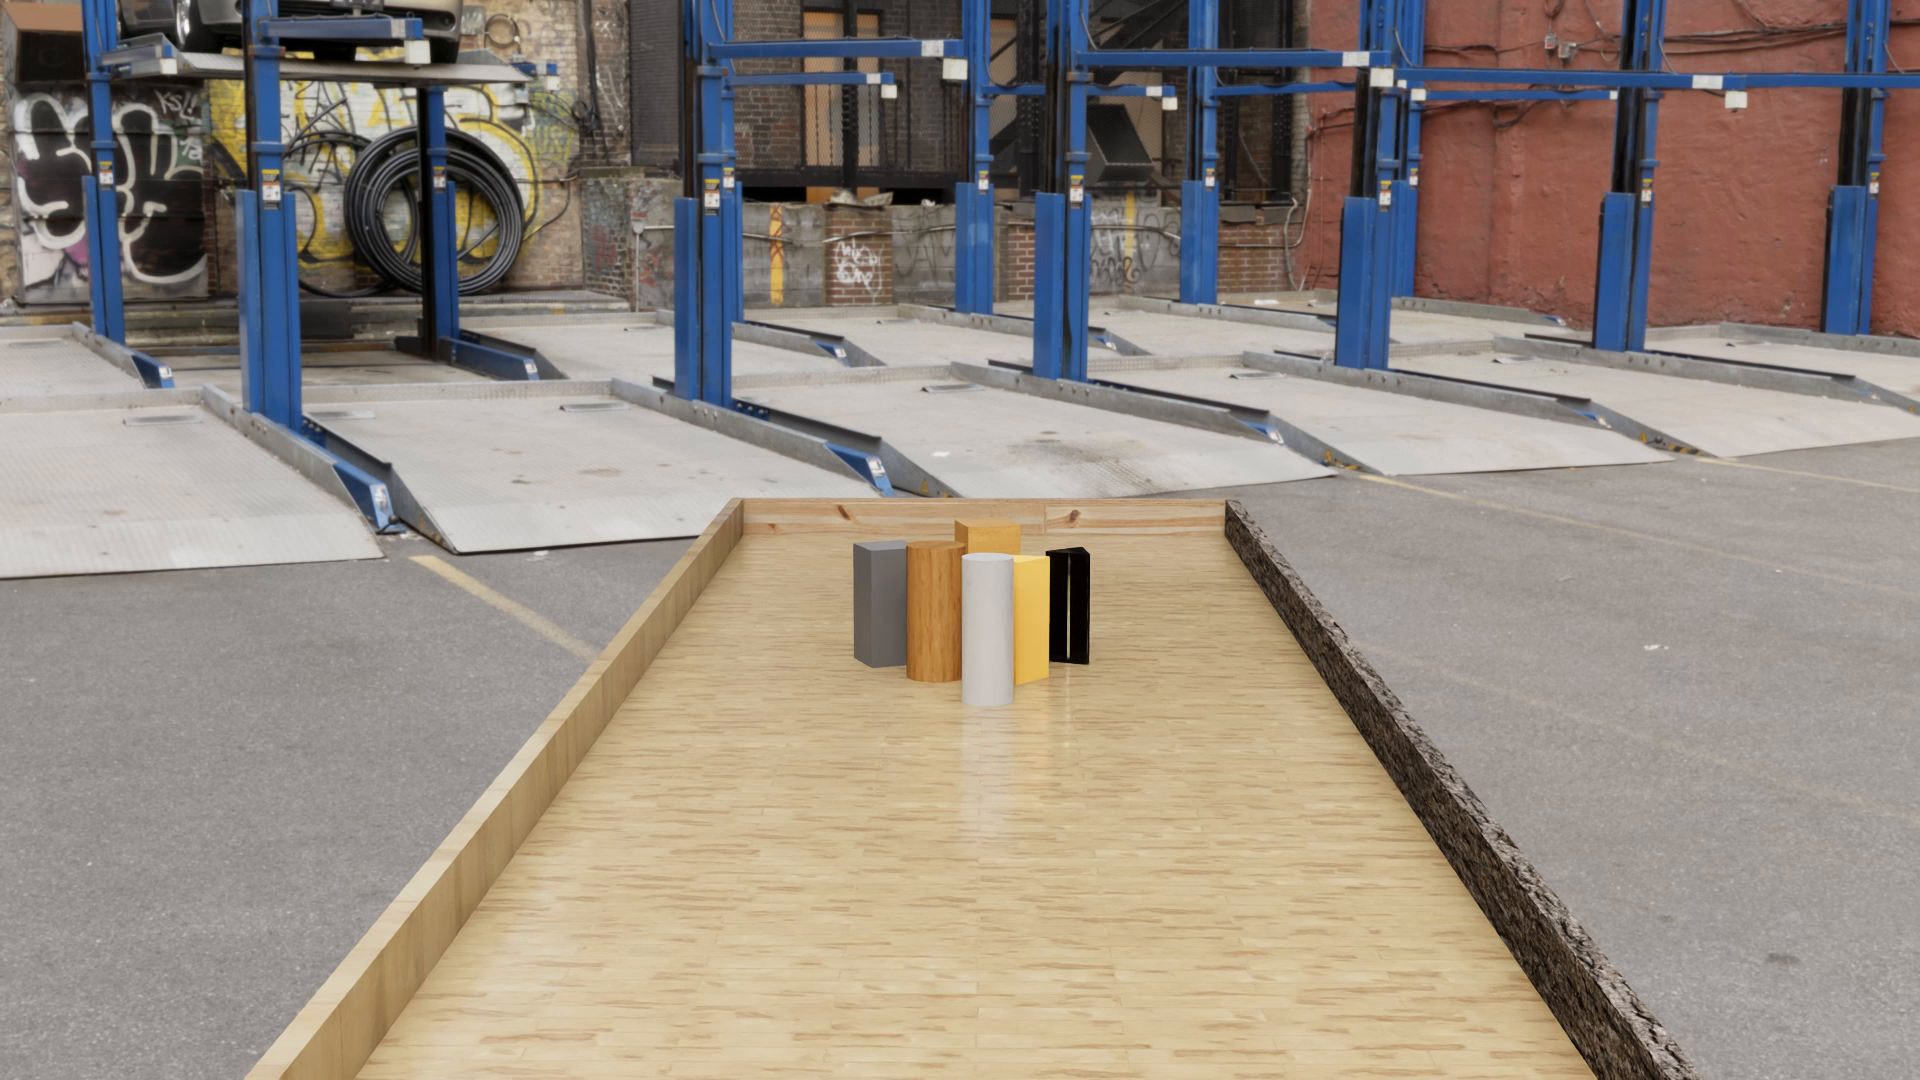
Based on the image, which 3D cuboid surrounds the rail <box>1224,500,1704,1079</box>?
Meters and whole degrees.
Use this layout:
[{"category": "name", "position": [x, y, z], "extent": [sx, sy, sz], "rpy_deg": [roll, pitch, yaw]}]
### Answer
[{"category": "rail", "position": [1.046, 0.843, 3.208], "extent": [0.050, 0.150, 12.000], "rpy_deg": [0, 9, 1]}]

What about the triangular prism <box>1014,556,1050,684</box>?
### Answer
[{"category": "triangular prism", "position": [0.169, 0.227, 6.434], "extent": [0.122, 0.358, 0.141], "rpy_deg": [8, 12, 42]}]

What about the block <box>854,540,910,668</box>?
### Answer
[{"category": "block", "position": [-0.220, 0.192, 6.662], "extent": [0.160, 0.356, 0.160], "rpy_deg": [-4, 10, -22]}]

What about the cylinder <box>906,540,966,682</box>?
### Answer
[{"category": "cylinder", "position": [-0.071, 0.207, 6.449], "extent": [0.172, 0.392, 0.172], "rpy_deg": [0, 9, 0]}]

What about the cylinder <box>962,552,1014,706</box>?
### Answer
[{"category": "cylinder", "position": [0.077, 0.248, 6.138], "extent": [0.145, 0.408, 0.145], "rpy_deg": [0, 9, 0]}]

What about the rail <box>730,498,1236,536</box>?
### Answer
[{"category": "rail", "position": [0.099, -0.098, 9.147], "extent": [2.100, 0.150, 0.050], "rpy_deg": [0, 9, 1]}]

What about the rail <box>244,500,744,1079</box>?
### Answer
[{"category": "rail", "position": [-1.004, 0.839, 3.234], "extent": [0.050, 0.150, 12.000], "rpy_deg": [0, 9, 1]}]

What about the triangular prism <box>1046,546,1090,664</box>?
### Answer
[{"category": "triangular prism", "position": [0.347, 0.196, 6.691], "extent": [0.141, 0.338, 0.123], "rpy_deg": [4, 10, 24]}]

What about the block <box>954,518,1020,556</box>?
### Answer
[{"category": "block", "position": [0.083, 0.155, 6.683], "extent": [0.162, 0.422, 0.162], "rpy_deg": [-2, 9, -14]}]
